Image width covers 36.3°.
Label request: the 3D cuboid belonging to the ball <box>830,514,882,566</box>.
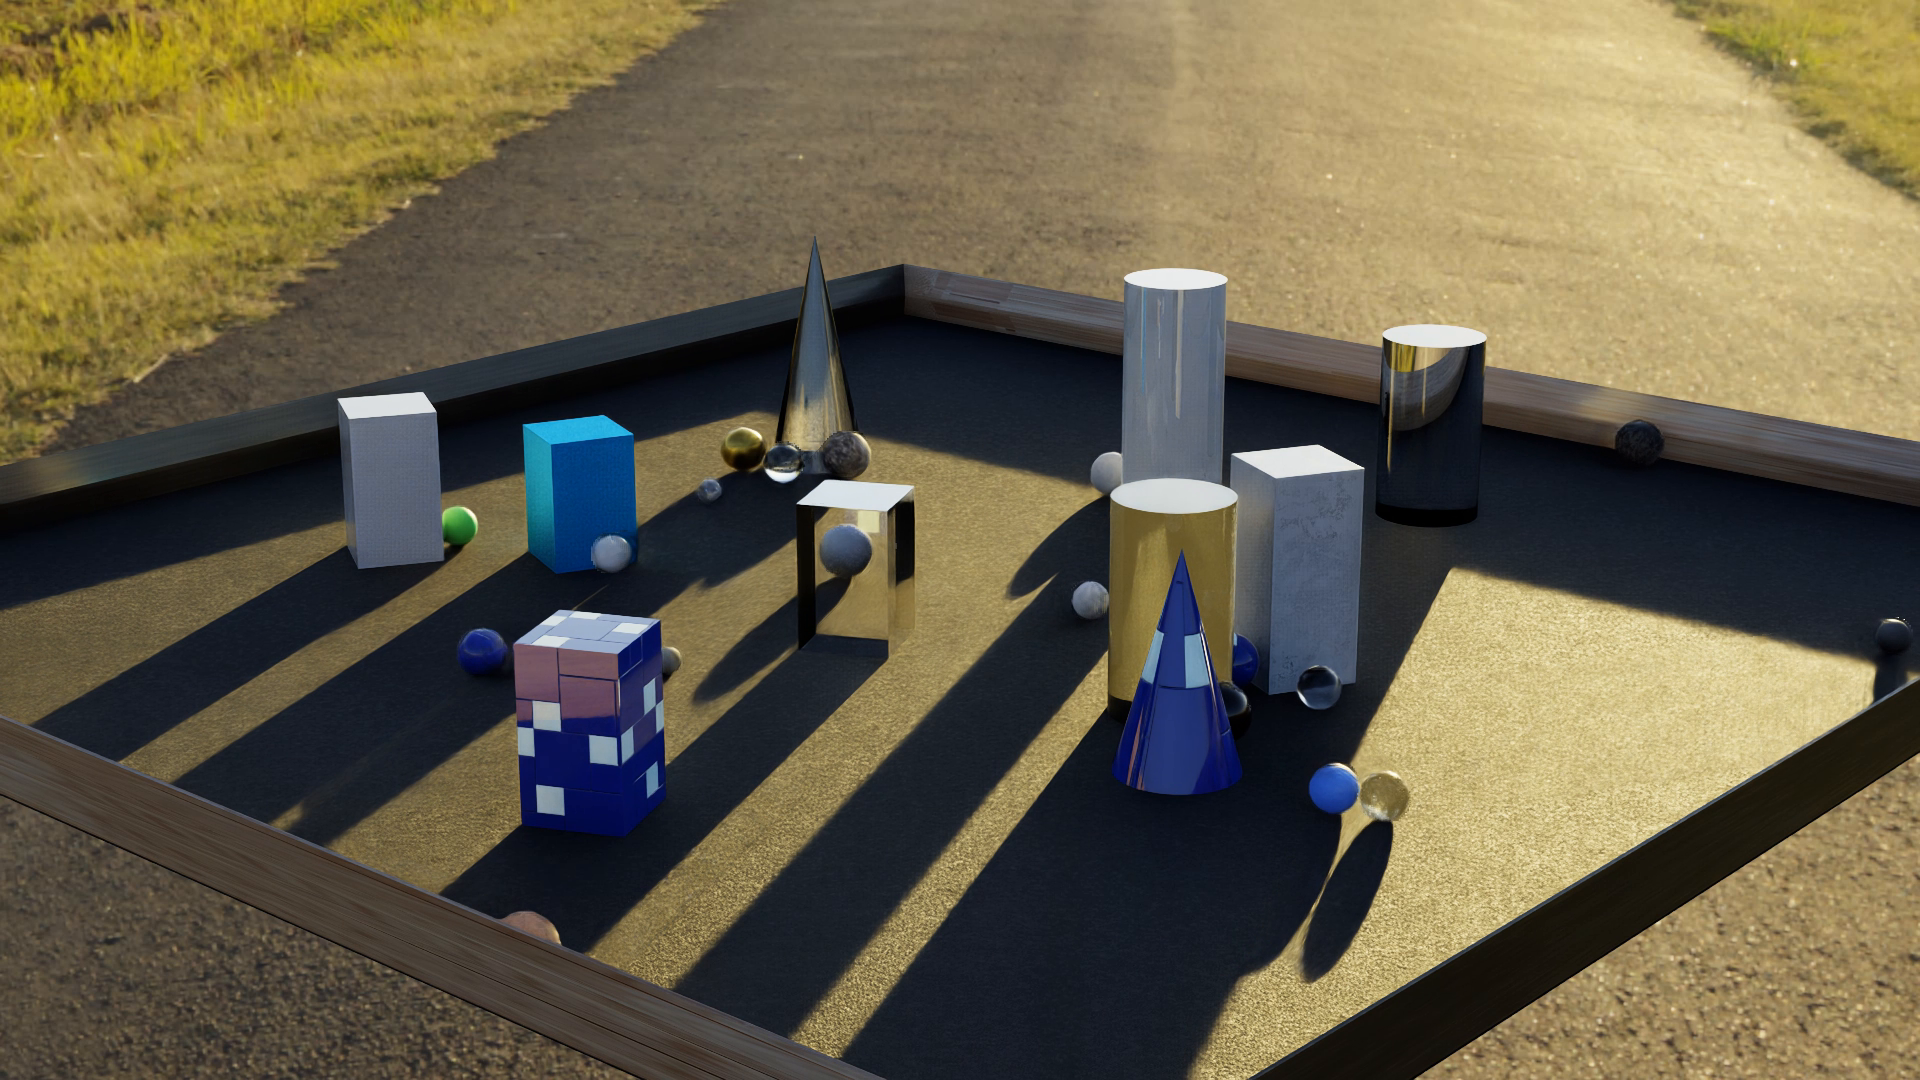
[{"bbox_3d":[-0.186,0.001,5.280,0.095,0.095,0.095,0,17,0],"label":"ball"}]

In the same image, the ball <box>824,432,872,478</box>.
[{"bbox_3d":[-0.223,-0.169,5.846,0.092,0.092,0.092,0,17,0],"label":"ball"}]

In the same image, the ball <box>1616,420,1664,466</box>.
[{"bbox_3d":[1.373,-0.195,5.929,0.095,0.095,0.095,0,17,0],"label":"ball"}]

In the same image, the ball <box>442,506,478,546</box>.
[{"bbox_3d":[-0.926,-0.025,5.402,0.073,0.073,0.073,0,17,0],"label":"ball"}]

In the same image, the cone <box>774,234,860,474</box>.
[{"bbox_3d":[-0.289,-0.386,5.910,0.194,0.470,0.194,0,17,0],"label":"cone"}]

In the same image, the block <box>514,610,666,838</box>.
[{"bbox_3d":[-0.519,0.256,4.130,0.155,0.270,0.155,5,17,16],"label":"block"}]

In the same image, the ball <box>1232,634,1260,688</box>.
[{"bbox_3d":[0.428,0.193,4.647,0.092,0.092,0.092,0,17,0],"label":"ball"}]

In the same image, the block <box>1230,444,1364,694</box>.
[{"bbox_3d":[0.532,0.046,4.680,0.155,0.355,0.155,-6,18,-20],"label":"block"}]

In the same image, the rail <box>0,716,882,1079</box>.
[{"bbox_3d":[-1.051,0.381,3.962,3.195,0.126,0.045,14,22,39],"label":"rail"}]

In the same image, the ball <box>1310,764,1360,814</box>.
[{"bbox_3d":[0.531,0.352,4.157,0.071,0.071,0.071,0,17,0],"label":"ball"}]

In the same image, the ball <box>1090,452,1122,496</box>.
[{"bbox_3d":[0.297,-0.129,5.725,0.085,0.085,0.085,0,17,0],"label":"ball"}]

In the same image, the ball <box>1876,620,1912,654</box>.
[{"bbox_3d":[1.536,0.159,4.823,0.056,0.056,0.056,0,17,0],"label":"ball"}]

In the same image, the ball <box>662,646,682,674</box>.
[{"bbox_3d":[-0.471,0.194,4.727,0.044,0.044,0.044,0,17,0],"label":"ball"}]

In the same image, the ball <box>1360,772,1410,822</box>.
[{"bbox_3d":[0.598,0.361,4.129,0.070,0.070,0.070,0,17,0],"label":"ball"}]

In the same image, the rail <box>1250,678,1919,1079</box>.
[{"bbox_3d":[1.188,0.330,4.132,0.045,0.126,3.253,14,22,39],"label":"rail"}]

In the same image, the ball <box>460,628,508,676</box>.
[{"bbox_3d":[-0.767,0.180,4.717,0.077,0.077,0.077,0,17,0],"label":"ball"}]

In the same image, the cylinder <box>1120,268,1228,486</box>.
[{"bbox_3d":[0.406,-0.277,5.586,0.194,0.449,0.194,0,17,0],"label":"cylinder"}]

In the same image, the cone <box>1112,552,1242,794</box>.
[{"bbox_3d":[0.320,0.176,4.272,0.194,0.342,0.194,0,17,0],"label":"cone"}]

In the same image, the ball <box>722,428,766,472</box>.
[{"bbox_3d":[-0.436,-0.182,5.899,0.087,0.087,0.087,0,17,0],"label":"ball"}]

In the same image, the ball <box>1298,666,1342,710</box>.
[{"bbox_3d":[0.560,0.230,4.567,0.069,0.069,0.069,0,17,0],"label":"ball"}]

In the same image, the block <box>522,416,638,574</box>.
[{"bbox_3d":[-0.687,-0.084,5.310,0.155,0.240,0.155,-8,19,-25],"label":"block"}]

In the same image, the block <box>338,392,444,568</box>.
[{"bbox_3d":[-1.034,-0.110,5.328,0.155,0.278,0.155,-6,18,-18],"label":"block"}]

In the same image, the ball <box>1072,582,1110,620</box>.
[{"bbox_3d":[0.223,0.103,4.993,0.065,0.065,0.065,0,17,0],"label":"ball"}]

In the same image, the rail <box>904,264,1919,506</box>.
[{"bbox_3d":[1.051,-0.318,6.279,3.195,0.126,0.045,14,22,39],"label":"rail"}]

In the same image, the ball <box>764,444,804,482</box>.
[{"bbox_3d":[-0.350,-0.152,5.815,0.078,0.078,0.078,0,17,0],"label":"ball"}]

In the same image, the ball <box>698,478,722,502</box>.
[{"bbox_3d":[-0.486,-0.096,5.684,0.046,0.046,0.046,0,17,0],"label":"ball"}]

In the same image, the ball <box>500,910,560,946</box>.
[{"bbox_3d":[-0.538,0.503,3.624,0.089,0.089,0.089,0,17,0],"label":"ball"}]

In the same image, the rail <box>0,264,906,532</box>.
[{"bbox_3d":[-1.188,-0.267,6.108,0.045,0.126,3.253,14,22,39],"label":"rail"}]

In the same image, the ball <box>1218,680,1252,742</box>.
[{"bbox_3d":[0.392,0.261,4.415,0.097,0.097,0.097,0,17,0],"label":"ball"}]

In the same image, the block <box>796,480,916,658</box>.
[{"bbox_3d":[-0.171,0.046,4.856,0.155,0.252,0.155,5,17,15],"label":"block"}]

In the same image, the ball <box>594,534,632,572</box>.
[{"bbox_3d":[-0.622,0.024,5.247,0.068,0.068,0.068,0,17,0],"label":"ball"}]

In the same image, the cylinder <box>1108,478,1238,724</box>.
[{"bbox_3d":[0.326,0.099,4.516,0.194,0.348,0.194,0,17,0],"label":"cylinder"}]

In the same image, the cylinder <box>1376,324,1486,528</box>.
[{"bbox_3d":[0.893,-0.218,5.567,0.194,0.347,0.194,0,17,0],"label":"cylinder"}]
